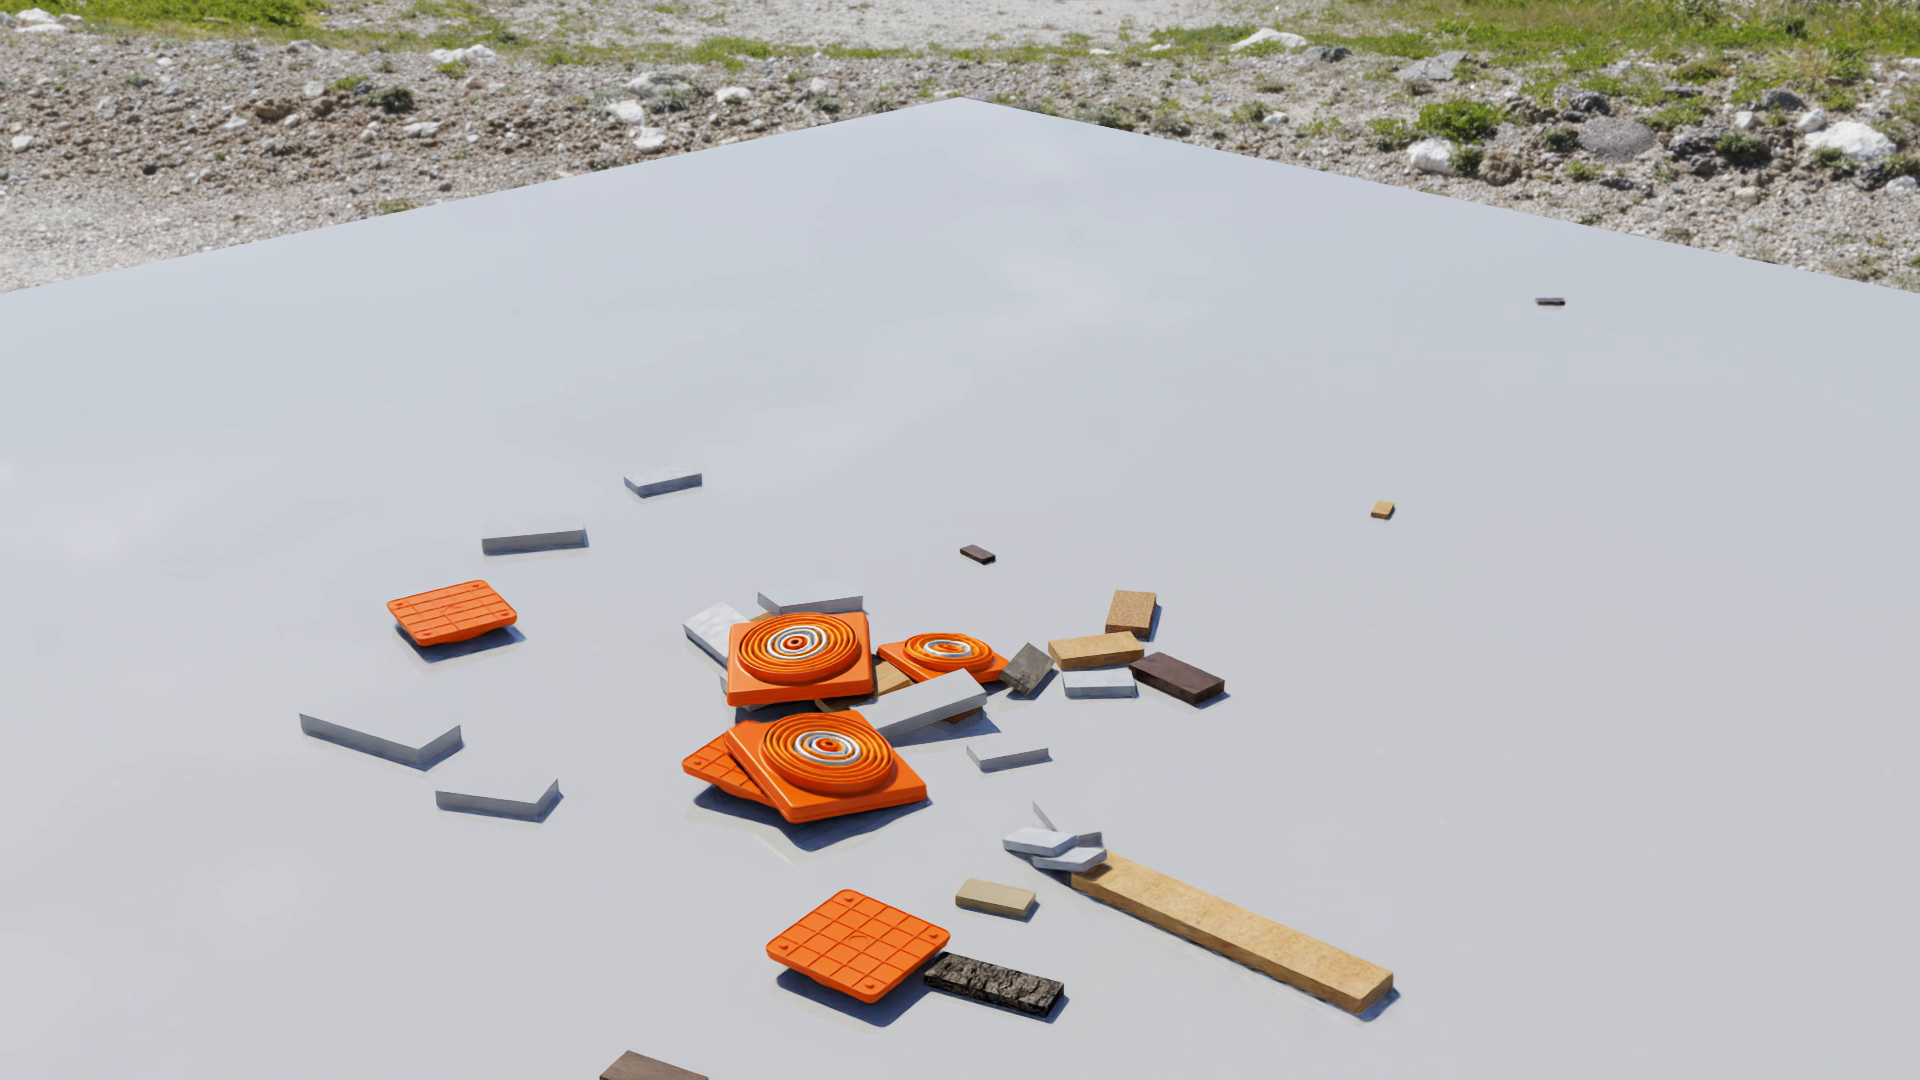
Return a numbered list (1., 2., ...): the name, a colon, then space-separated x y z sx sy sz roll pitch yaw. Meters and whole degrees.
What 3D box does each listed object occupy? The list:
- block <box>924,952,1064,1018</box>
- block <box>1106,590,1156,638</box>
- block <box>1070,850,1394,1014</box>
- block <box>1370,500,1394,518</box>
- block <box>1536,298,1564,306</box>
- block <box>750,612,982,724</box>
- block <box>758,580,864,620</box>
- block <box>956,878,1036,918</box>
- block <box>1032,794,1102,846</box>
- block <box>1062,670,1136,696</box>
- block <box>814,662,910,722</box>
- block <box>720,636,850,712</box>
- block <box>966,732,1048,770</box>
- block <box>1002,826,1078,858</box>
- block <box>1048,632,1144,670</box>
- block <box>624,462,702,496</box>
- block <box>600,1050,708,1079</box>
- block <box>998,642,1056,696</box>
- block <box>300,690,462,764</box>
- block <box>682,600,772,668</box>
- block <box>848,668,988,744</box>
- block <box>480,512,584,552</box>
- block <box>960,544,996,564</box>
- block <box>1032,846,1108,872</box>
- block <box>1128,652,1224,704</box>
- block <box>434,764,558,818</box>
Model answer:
1. block: 0.059 0.784 3.884 0.235 0.023 0.081 10 25 23
2. block: 0.413 0.178 5.305 0.101 0.029 0.202 4 23 10
3. block: 0.488 0.712 4.041 0.635 0.031 0.111 19 29 37
4. block: 1.141 -0.082 5.938 0.045 0.013 0.091 9 25 20
5. block: 2.070 -0.836 7.715 0.091 0.013 0.045 1 23 1
6. block: -0.237 0.288 5.048 0.685 0.027 0.097 19 30 38
7. block: -0.364 0.145 5.340 0.229 0.032 0.114 -7 21 -32
8. block: 0.067 0.675 4.146 0.137 0.019 0.068 9 24 19
9. block: 0.214 0.562 4.407 0.081 0.023 0.161 -8 24 -19
10. block: 0.313 0.324 4.970 0.157 0.022 0.078 -1 23 -3
11. block: -0.216 0.337 4.887 0.193 0.027 0.097 -24 34 -26
12. block: -0.395 0.301 4.965 0.262 0.037 0.131 -21 31 -28
13. block: 0.101 0.448 4.677 0.157 0.022 0.078 -9 24 -19
14. block: 0.156 0.590 4.301 0.137 0.019 0.068 2 18 46
15. block: 0.316 0.257 5.118 0.202 0.029 0.101 -6 24 -14
16. block: -0.827 -0.170 6.127 0.193 0.027 0.097 -14 27 -29
17. block: -0.504 0.894 3.625 0.161 0.023 0.081 12 26 25
18. block: 0.153 0.293 5.000 0.078 0.022 0.157 33 31 9
19. block: -1.256 0.403 4.763 0.339 0.037 0.131 12 26 27
20. block: -0.548 0.222 5.161 0.114 0.032 0.229 -28 33 -23
21. block: -0.092 0.362 4.811 0.280 0.032 0.114 -17 31 -19
22. block: -1.123 -0.022 5.766 0.262 0.037 0.131 -5 24 -13
23. block: 0.045 0.036 5.659 0.045 0.013 0.091 -18 29 -35
24. block: 0.211 0.613 4.238 0.137 0.019 0.068 -2 15 46
25. block: 0.490 0.312 4.988 0.101 0.029 0.202 -20 30 -38
26. block: -0.949 0.514 4.509 0.221 0.031 0.111 6 24 13
